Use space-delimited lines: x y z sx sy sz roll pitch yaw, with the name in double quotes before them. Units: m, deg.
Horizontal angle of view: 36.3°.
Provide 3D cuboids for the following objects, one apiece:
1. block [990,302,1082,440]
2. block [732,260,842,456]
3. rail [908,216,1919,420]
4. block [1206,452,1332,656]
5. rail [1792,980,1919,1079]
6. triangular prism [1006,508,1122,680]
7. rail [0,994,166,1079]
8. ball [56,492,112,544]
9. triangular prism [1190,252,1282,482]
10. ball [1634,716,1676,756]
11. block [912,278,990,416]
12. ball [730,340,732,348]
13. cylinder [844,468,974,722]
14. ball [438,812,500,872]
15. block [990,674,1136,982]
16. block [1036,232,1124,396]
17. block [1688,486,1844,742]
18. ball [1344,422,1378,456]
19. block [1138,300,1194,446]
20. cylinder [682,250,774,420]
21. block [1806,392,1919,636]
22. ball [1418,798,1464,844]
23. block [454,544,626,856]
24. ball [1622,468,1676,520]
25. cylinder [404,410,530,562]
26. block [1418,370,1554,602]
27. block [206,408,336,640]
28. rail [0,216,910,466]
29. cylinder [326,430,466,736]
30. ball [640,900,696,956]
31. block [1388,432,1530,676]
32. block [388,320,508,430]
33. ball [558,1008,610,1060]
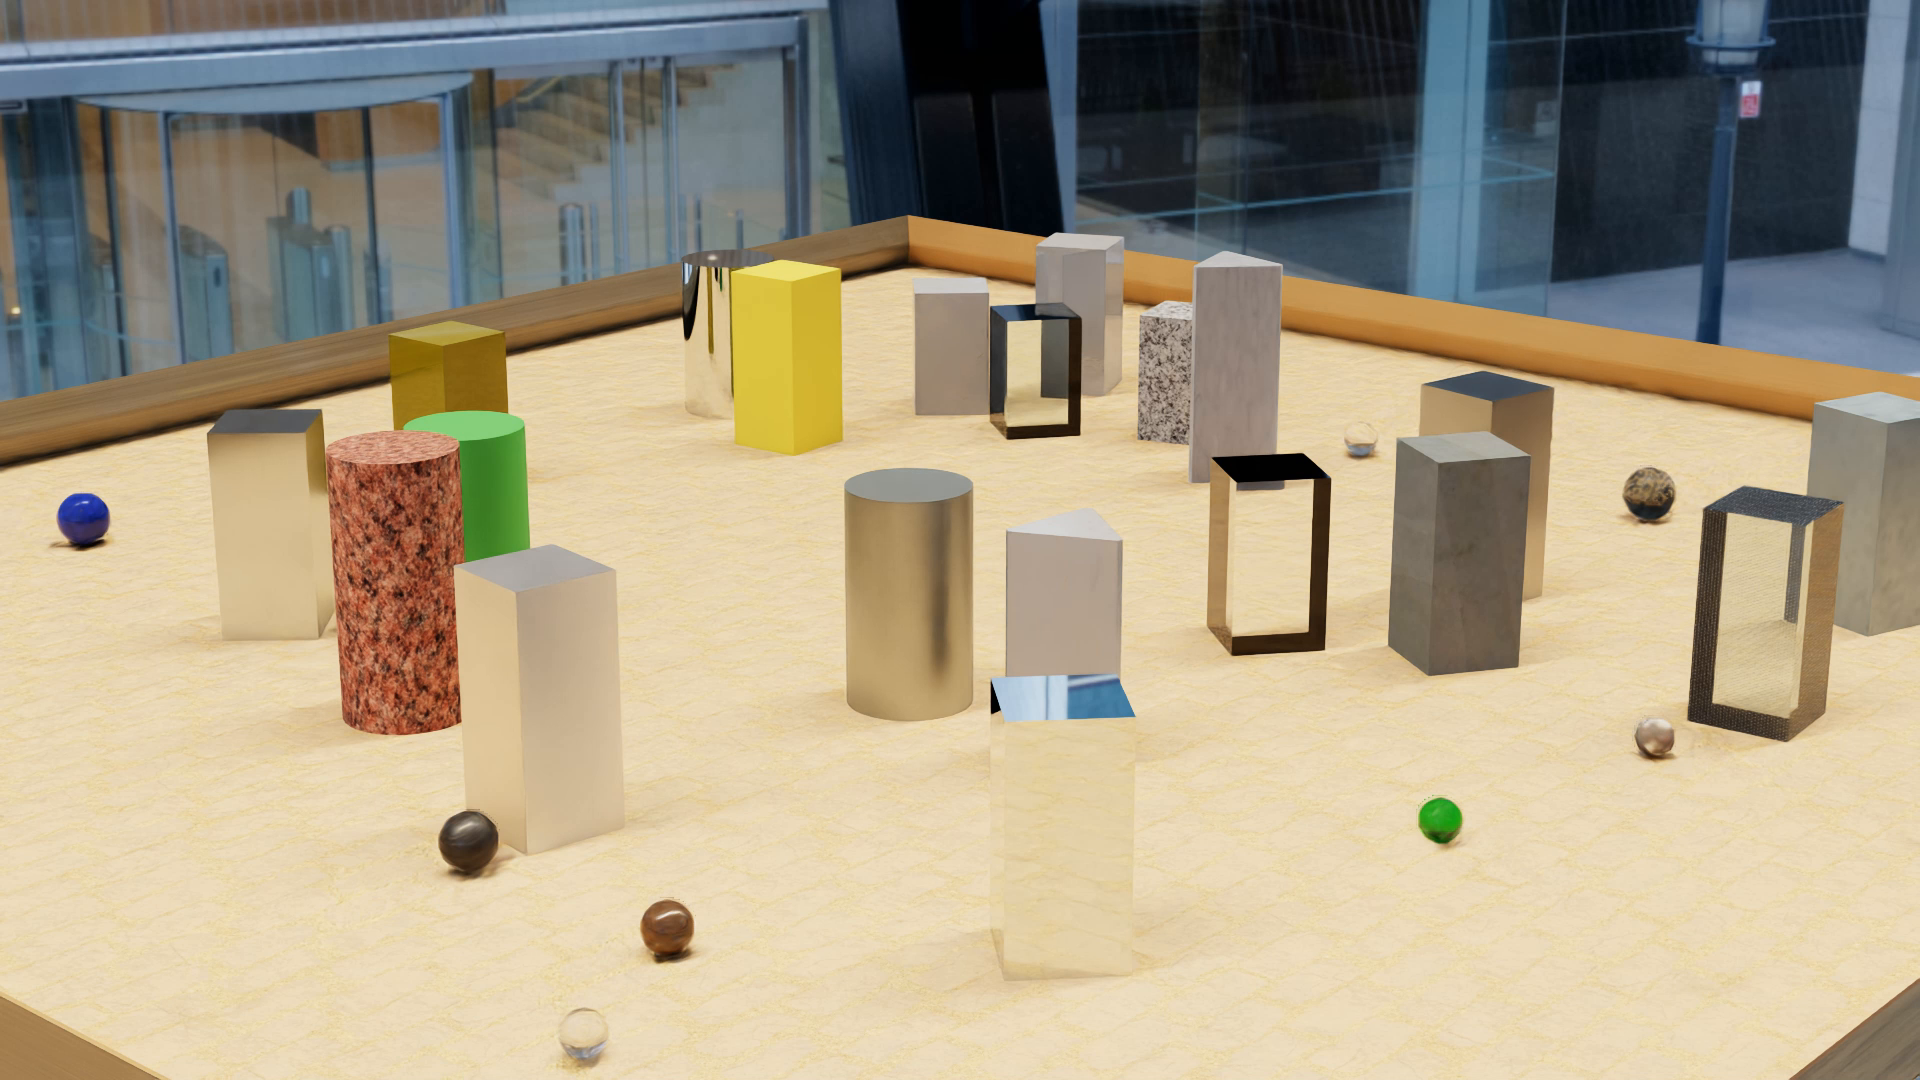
"block" 0.159 -0.359 6.209 0.160 0.253 0.160 -4 17 -12
"block" -0.358 -0.380 6.084 0.160 0.365 0.160 12 21 35
"rail" 1.378 -0.425 6.640 4.065 0.130 0.045 14 22 39
"block" 0.511 0.023 4.868 0.160 0.296 0.160 -3 17 -10
"rail" 1.517 0.412 3.859 0.045 0.130 4.252 14 22 39
"triangular prism" 0.172 0.141 4.378 0.173 0.352 0.150 5 17 16
"rail" -1.378 0.490 3.600 4.065 0.130 0.045 14 22 39
"ball" -1.620 -0.040 5.420 0.097 0.097 0.097 0 17 0
"triangular prism" 0.536 -0.347 5.850 0.173 0.437 0.150 -2 17 -5
"ball" 1.038 0.294 4.380 0.059 0.059 0.059 0 17 0
"block" -0.021 -0.423 6.393 0.160 0.270 0.160 -1 17 -2
"ball" -0.519 -0.464 6.915 0.047 0.047 0.047 0 17 0
"cylinder" -0.079 0.083 4.572 0.200 0.351 0.200 0 17 0
"ball" -0.664 0.407 3.962 0.082 0.082 0.082 0 17 0
"block" 0.126 0.358 3.672 0.160 0.343 0.160 -2 17 -5
"block" 0.267 -0.506 6.562 0.160 0.331 0.160 5 18 17
"block" 1.235 0.111 4.496 0.160 0.342 0.160 12 20 34
"ball" 0.824 -0.208 6.029 0.069 0.069 0.069 0 17 0
"block" 0.478 -0.350 6.158 0.160 0.266 0.160 7 18 22
"cylinder" -0.501 -0.448 6.370 0.200 0.332 0.200 0 17 0
"block" 1.549 -0.046 4.969 0.160 0.369 0.160 -10 19 -30
"ball" 0.665 0.388 4.058 0.063 0.063 0.063 0 17 0
"block" -0.583 0.219 4.070 0.160 0.380 0.160 -14 21 -38
"ball" 1.312 -0.089 5.577 0.100 0.100 0.100 0 17 0
"cylinder" -0.826 -0.025 4.939 0.200 0.346 0.200 0 17 0
"block" 0.906 -0.085 5.088 0.160 0.376 0.160 -13 21 -37
"block" -1.154 -0.026 4.924 0.160 0.358 0.160 0 17 -2
"rail" -1.517 -0.347 6.381 0.045 0.130 4.252 14 22 39
"cylinder" -0.859 0.064 4.503 0.200 0.428 0.200 0 17 0
"ball" -0.370 0.490 3.708 0.070 0.070 0.070 0 17 0
"block" 0.810 0.020 4.770 0.160 0.356 0.160 -5 17 -15
"block" -1.005 -0.259 5.787 0.160 0.306 0.160 14 21 38
"ball" -0.440 0.578 3.433 0.060 0.060 0.060 0 17 0
